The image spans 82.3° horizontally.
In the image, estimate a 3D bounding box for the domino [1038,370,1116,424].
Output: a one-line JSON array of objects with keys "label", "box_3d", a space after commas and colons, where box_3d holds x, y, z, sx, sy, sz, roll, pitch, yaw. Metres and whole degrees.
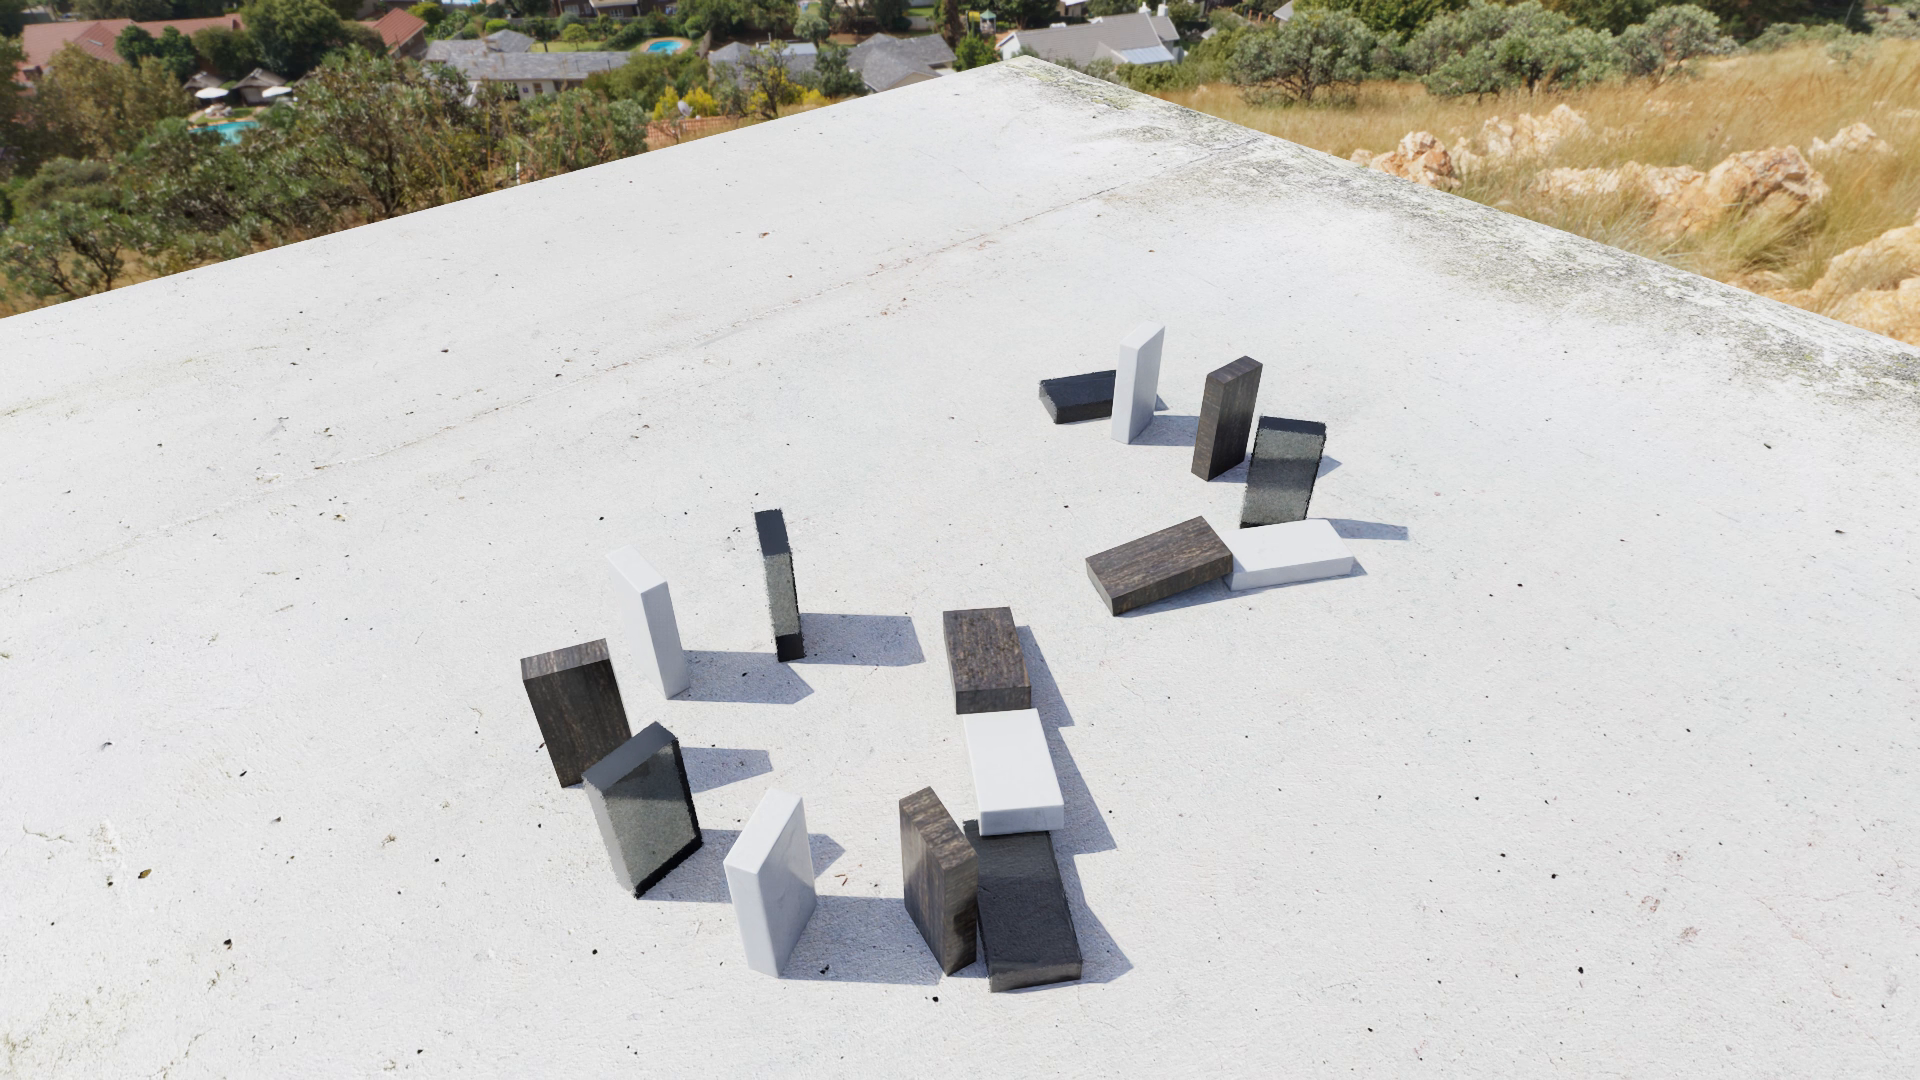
[{"label": "domino", "box_3d": [0.066, -0.070, 0.529, 0.050, 0.010, 0.025, -10, 40, -12]}]

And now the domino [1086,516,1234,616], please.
[{"label": "domino", "box_3d": [0.077, 0.010, 0.424, 0.050, 0.010, 0.025, -20, 42, -7]}]

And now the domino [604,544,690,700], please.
[{"label": "domino", "box_3d": [-0.106, 0.028, 0.377, 0.009, 0.050, 0.025, -28, 47, -30]}]

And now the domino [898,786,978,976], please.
[{"label": "domino", "box_3d": [-0.006, 0.093, 0.298, 0.009, 0.050, 0.025, -20, 43, -23]}]

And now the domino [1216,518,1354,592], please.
[{"label": "domino", "box_3d": [0.127, 0.005, 0.437, 0.050, 0.009, 0.025, -8, 40, -9]}]

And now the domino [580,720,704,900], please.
[{"label": "domino", "box_3d": [-0.090, 0.078, 0.316, 0.009, 0.050, 0.025, 28, 47, 30]}]

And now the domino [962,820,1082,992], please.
[{"label": "domino", "box_3d": [0.017, 0.103, 0.318, 0.025, 0.010, 0.050, -6, 40, -7]}]

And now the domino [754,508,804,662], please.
[{"label": "domino", "box_3d": [-0.064, 0.017, 0.391, 0.009, 0.050, 0.025, -10, 40, -12]}]

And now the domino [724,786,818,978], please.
[{"label": "domino", "box_3d": [-0.050, 0.093, 0.298, 0.010, 0.050, 0.025, 13, 41, 15]}]

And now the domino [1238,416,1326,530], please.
[{"label": "domino", "box_3d": [0.129, -0.025, 0.442, 0.025, 0.050, 0.009, 8, 40, 9]}]

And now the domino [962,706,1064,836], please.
[{"label": "domino", "box_3d": [0.016, 0.072, 0.347, 0.025, 0.009, 0.050, -4, 26, -5]}]

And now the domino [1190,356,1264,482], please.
[{"label": "domino", "box_3d": [0.115, -0.052, 0.475, 0.025, 0.050, 0.010, -27, 47, -29]}]

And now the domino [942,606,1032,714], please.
[{"label": "domino", "box_3d": [0.009, 0.041, 0.386, 0.025, 0.010, 0.050, -4, 29, -4]}]

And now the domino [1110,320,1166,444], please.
[{"label": "domino", "box_3d": [0.080, -0.071, 0.498, 0.010, 0.050, 0.025, 24, 45, 26]}]

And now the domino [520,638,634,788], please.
[{"label": "domino", "box_3d": [-0.118, 0.055, 0.345, 0.025, 0.050, 0.010, -14, 41, -16]}]
